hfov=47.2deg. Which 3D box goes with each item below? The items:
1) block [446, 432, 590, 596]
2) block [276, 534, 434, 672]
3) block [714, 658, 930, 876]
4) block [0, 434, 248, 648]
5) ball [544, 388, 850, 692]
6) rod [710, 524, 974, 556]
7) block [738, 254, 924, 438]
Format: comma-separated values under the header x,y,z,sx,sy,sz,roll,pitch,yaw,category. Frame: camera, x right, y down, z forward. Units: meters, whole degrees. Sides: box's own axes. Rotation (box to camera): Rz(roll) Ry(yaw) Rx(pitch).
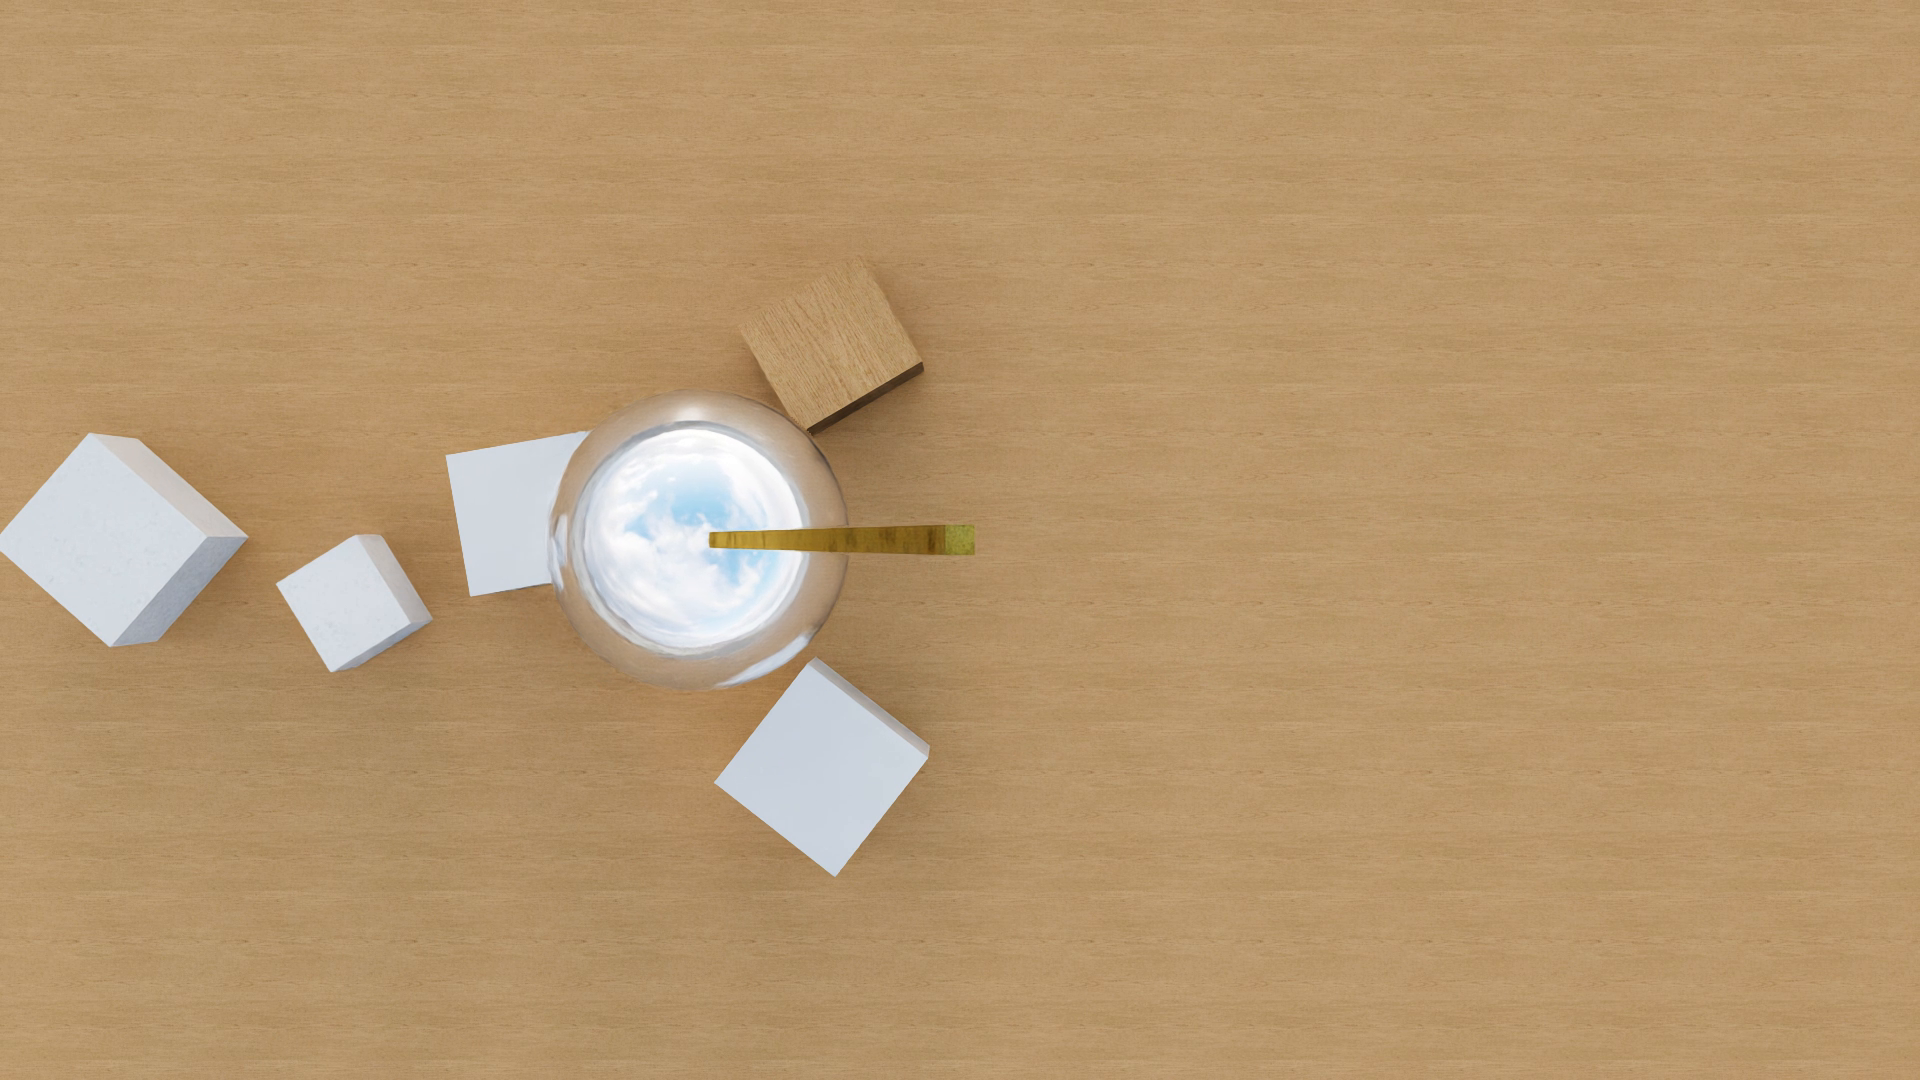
x,y,z,sx,sy,sz,roll,pitch,yaw,category
-2.409,-0.147,12.631,0.792,0.738,0.799,-10,90,0,block
-3.493,0.360,12.728,0.532,0.545,0.592,-32,90,0,block
-0.774,1.284,12.632,0.856,0.737,0.843,38,90,0,block
-4.804,0.000,12.639,0.877,0.721,0.822,41,90,0,block
-1.378,0.000,11.609,1.600,1.600,1.600,0,90,0,ball
-0.597,0.000,8.300,0.080,5.200,0.080,0,90,-13,rod
-0.727,-1.097,12.638,0.793,0.725,0.692,-30,90,0,block
